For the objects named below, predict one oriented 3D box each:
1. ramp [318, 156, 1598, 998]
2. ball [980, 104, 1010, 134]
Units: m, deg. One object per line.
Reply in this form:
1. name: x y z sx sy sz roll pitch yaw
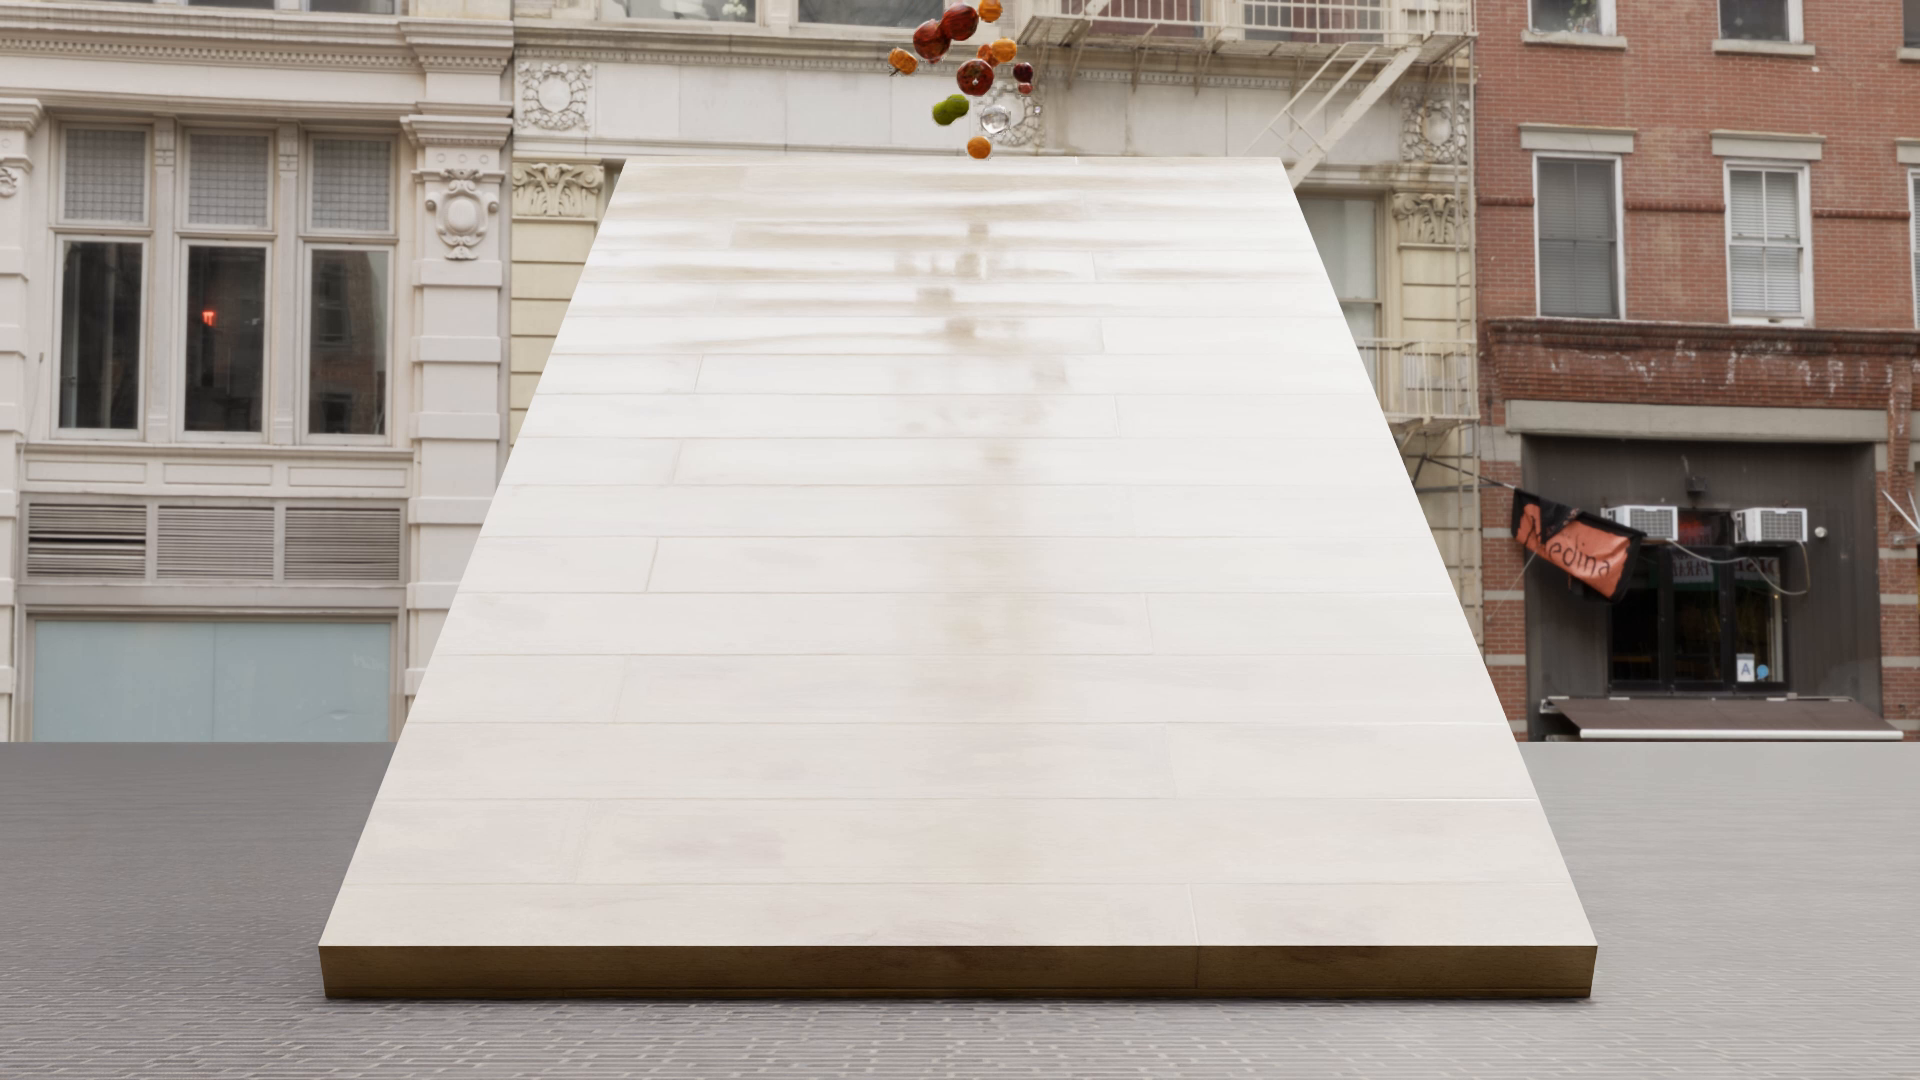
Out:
1. ramp: -0.010 -0.227 5.509 2.000 0.100 4.000 0 27 0
2. ball: 0.103 -1.254 7.058 0.088 0.088 0.088 0 -5 0
